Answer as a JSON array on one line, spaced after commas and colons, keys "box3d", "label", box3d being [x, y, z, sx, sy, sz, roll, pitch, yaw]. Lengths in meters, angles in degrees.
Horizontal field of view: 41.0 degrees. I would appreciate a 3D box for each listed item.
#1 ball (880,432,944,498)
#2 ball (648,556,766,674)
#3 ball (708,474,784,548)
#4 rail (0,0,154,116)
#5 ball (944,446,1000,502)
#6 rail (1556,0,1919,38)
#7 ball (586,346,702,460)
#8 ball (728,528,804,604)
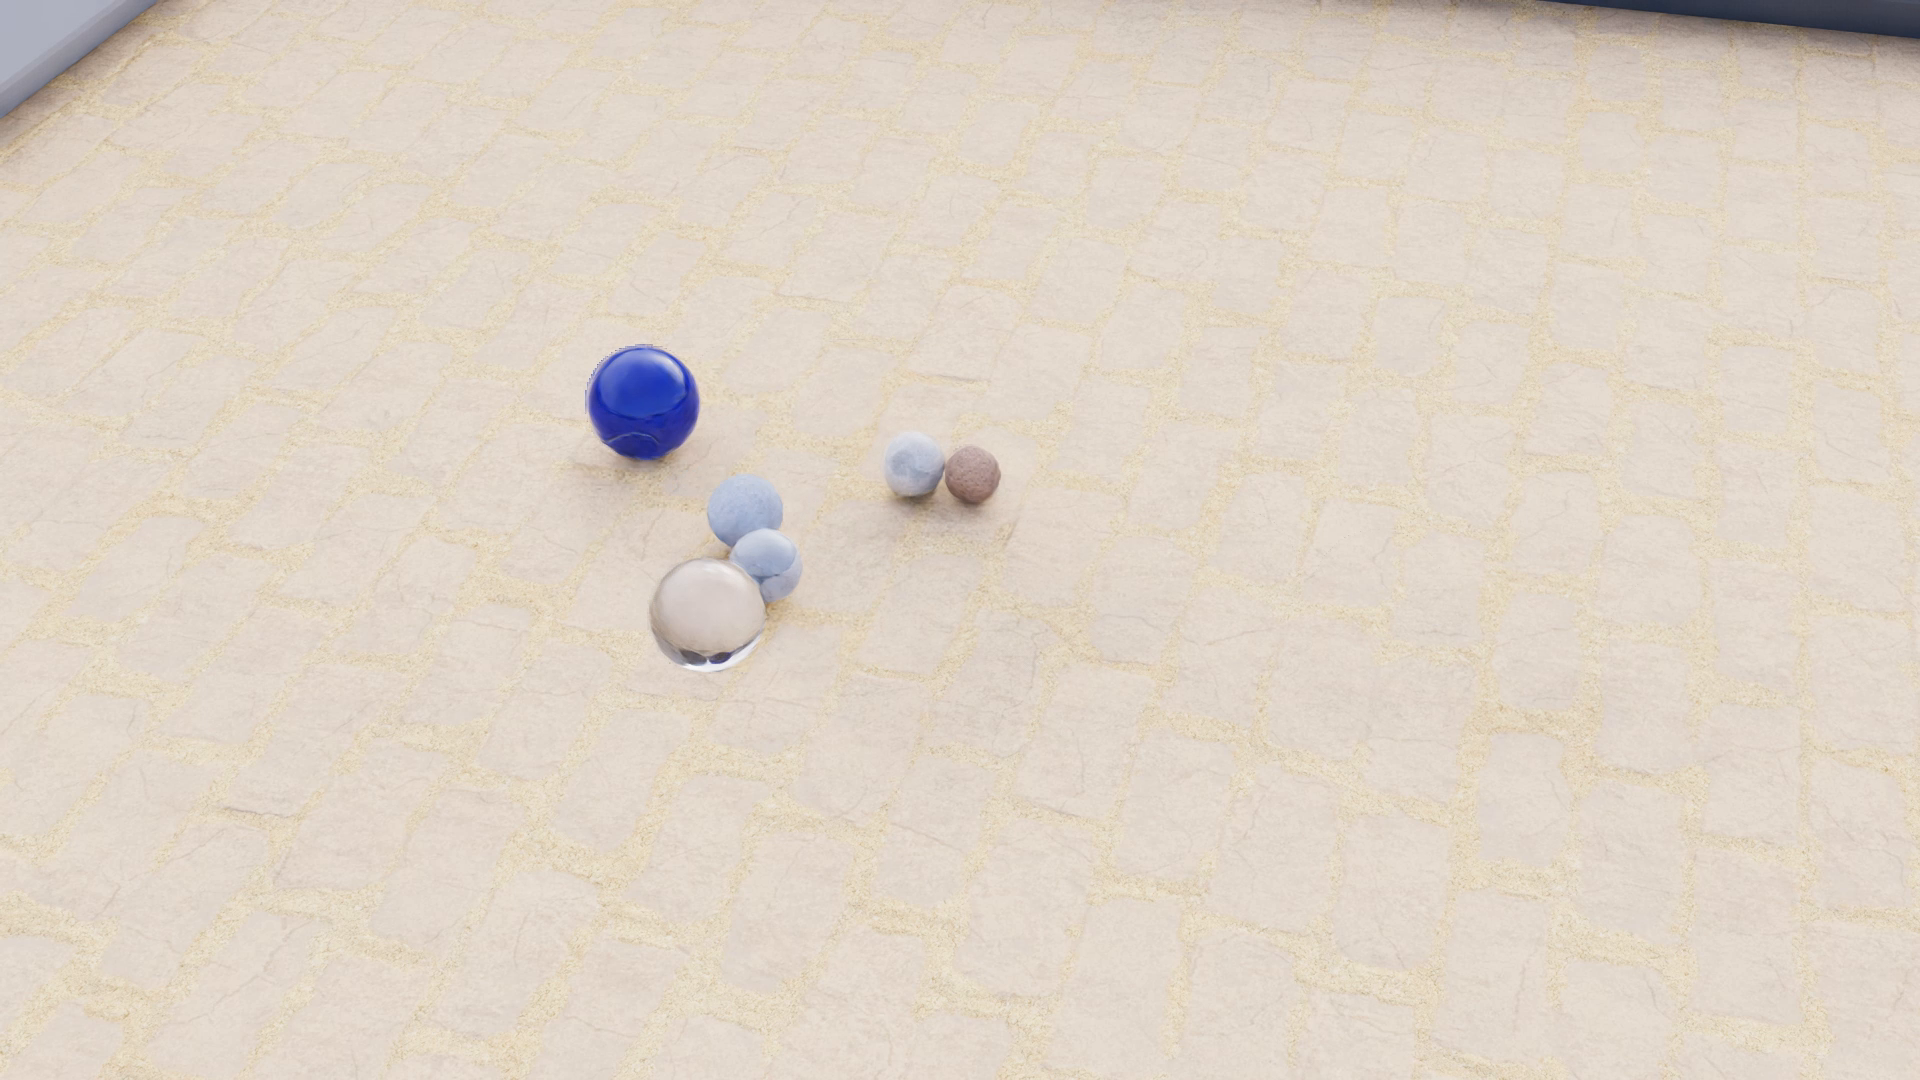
[{"box3d": [-0.036, -0.057, 1.942, 0.049, 0.049, 0.049, 0, 35, 0], "label": "ball"}, {"box3d": [-0.173, 0.051, 1.758, 0.080, 0.080, 0.080, 0, 35, 0], "label": "ball"}, {"box3d": [-0.157, -0.021, 1.884, 0.056, 0.056, 0.056, 0, 35, 0], "label": "ball"}, {"box3d": [-1.042, -0.183, 2.066, 0.045, 0.114, 2.366, 9, 35, 12], "label": "rail"}, {"box3d": [0.009, -0.049, 1.937, 0.043, 0.043, 0.043, 0, 35, 0], "label": "ball"}, {"box3d": [1.365, -0.498, 2.524, 4.411, 0.114, 0.045, 9, 35, 12], "label": "rail"}, {"box3d": [-0.244, -0.105, 1.979, 0.087, 0.087, 0.087, 0, 35, 0], "label": "ball"}, {"box3d": [-0.139, 0.018, 1.829, 0.053, 0.053, 0.053, 0, 35, 0], "label": "ball"}]
